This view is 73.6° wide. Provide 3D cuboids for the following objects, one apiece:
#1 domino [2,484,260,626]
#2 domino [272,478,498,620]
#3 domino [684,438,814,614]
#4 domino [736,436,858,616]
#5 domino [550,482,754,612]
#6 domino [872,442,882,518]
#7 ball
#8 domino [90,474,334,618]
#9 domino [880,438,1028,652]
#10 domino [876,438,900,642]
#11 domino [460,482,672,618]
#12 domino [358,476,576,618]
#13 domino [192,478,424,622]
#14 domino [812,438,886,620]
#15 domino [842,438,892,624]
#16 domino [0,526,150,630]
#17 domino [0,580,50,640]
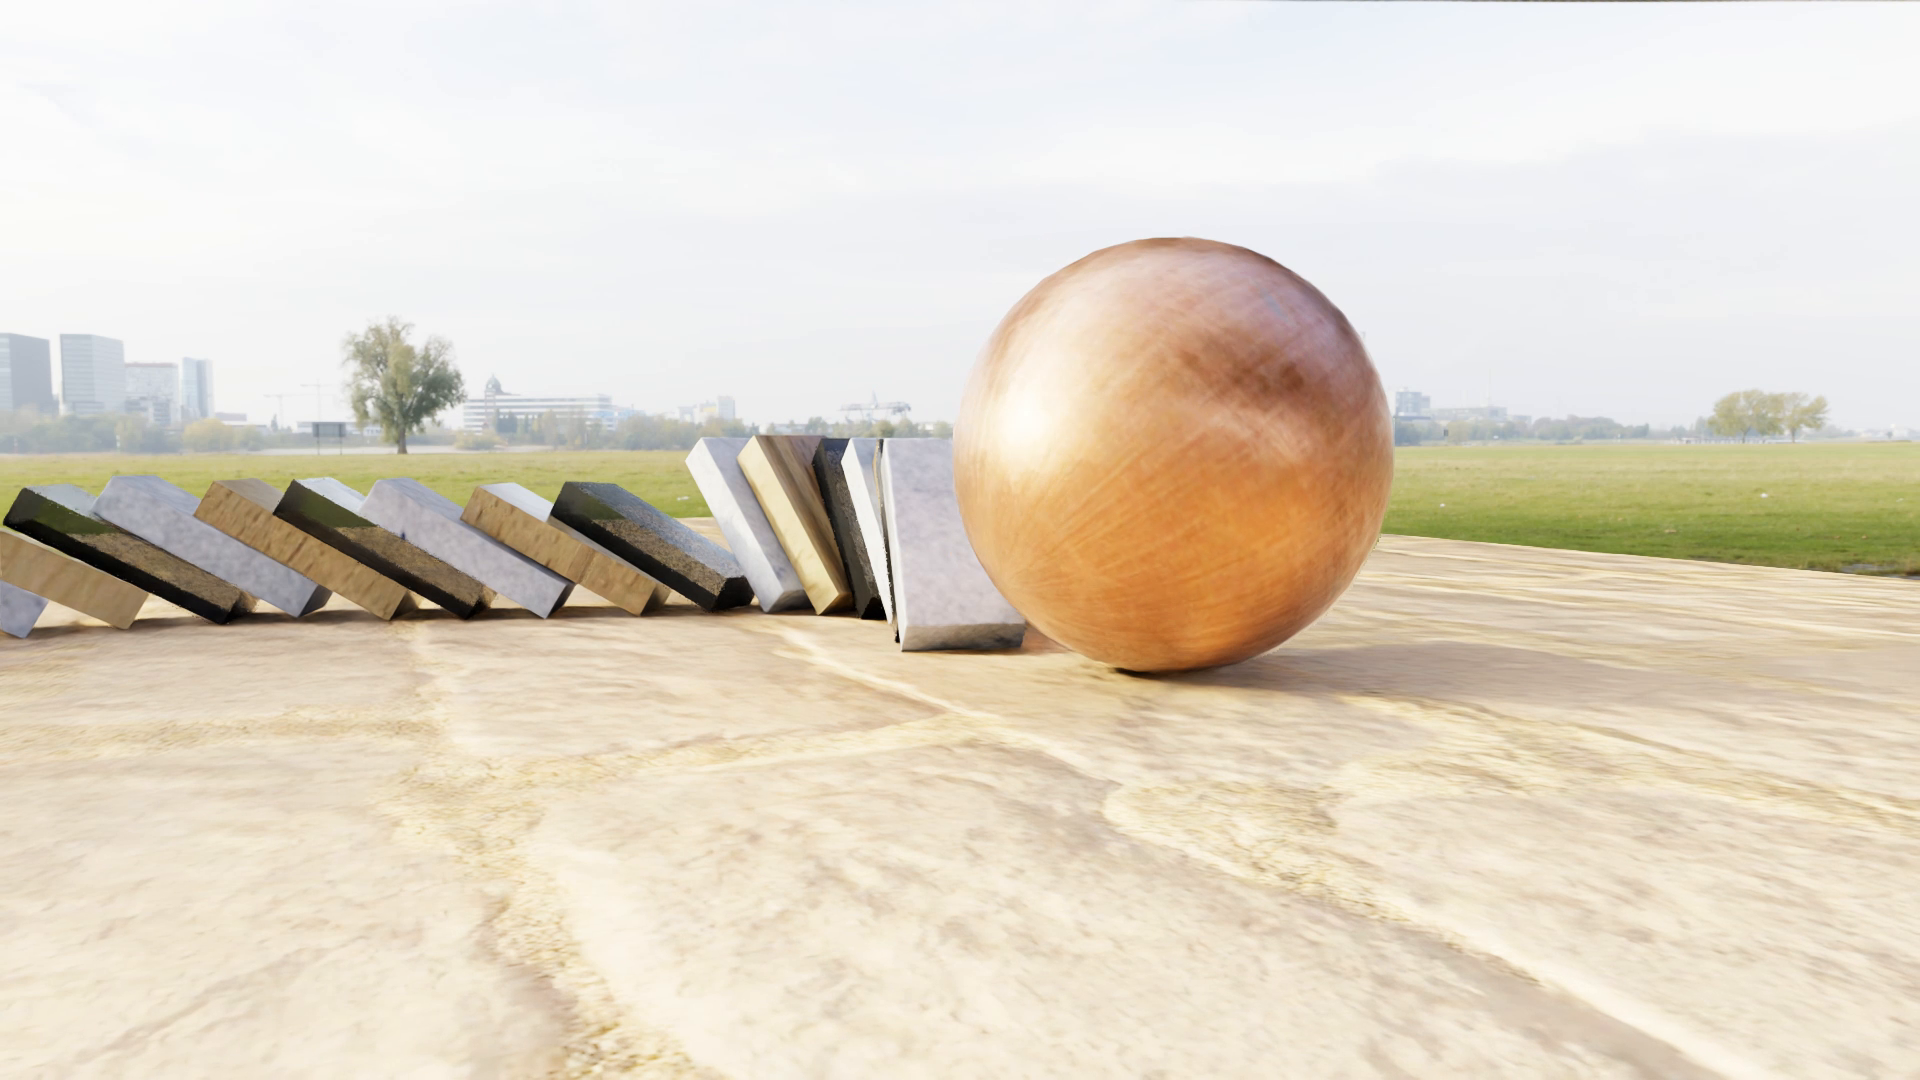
[{"bbox_3d":[-0.195,0.003,0.307,0.050,0.009,0.025,29,-3,-14],"label":"domino"},{"bbox_3d":[-0.139,0.002,0.317,0.050,0.009,0.025,31,0,-9],"label":"domino"},{"bbox_3d":[-0.050,-0.005,0.337,0.025,0.050,0.009,-4,-35,-48],"label":"domino"},{"bbox_3d":[-0.036,-0.005,0.333,0.025,0.050,0.009,-5,-33,-48],"label":"domino"},{"bbox_3d":[-0.078,0.001,0.332,0.050,0.009,0.025,30,8,11],"label":"domino"},{"bbox_3d":[-0.005,-0.002,0.303,0.025,0.050,0.009,-1,-37,-14],"label":"domino"},{"bbox_3d":[0.038,-0.015,0.238,0.080,0.080,0.080,0,4,0],"label":"ball"},{"bbox_3d":[-0.179,0.001,0.312,0.050,0.009,0.025,31,-4,-13],"label":"domino"},{"bbox_3d":[-0.002,0.000,0.276,0.025,0.050,0.009,-1,-37,-11],"label":"domino"},{"bbox_3d":[-0.004,-0.001,0.289,0.025,0.050,0.009,-1,-37,-10],"label":"domino"},{"bbox_3d":[-0.098,0.002,0.327,0.050,0.009,0.025,29,4,-1],"label":"domino"},{"bbox_3d":[-0.121,0.001,0.321,0.050,0.010,0.025,31,0,-8],"label":"domino"},{"bbox_3d":[-0.158,0.002,0.316,0.050,0.010,0.025,31,0,-9],"label":"domino"},{"bbox_3d":[-0.019,-0.004,0.327,0.025,0.050,0.010,-2,-36,-27],"label":"domino"},{"bbox_3d":[-0.011,-0.003,0.317,0.025,0.050,0.009,-1,-37,-25],"label":"domino"},{"bbox_3d":[-0.213,0.004,0.289,0.050,0.010,0.025,34,-17,-35],"label":"domino"},{"bbox_3d":[-0.226,0.005,0.274,0.025,0.010,0.050,4,-24,46],"label":"domino"}]
